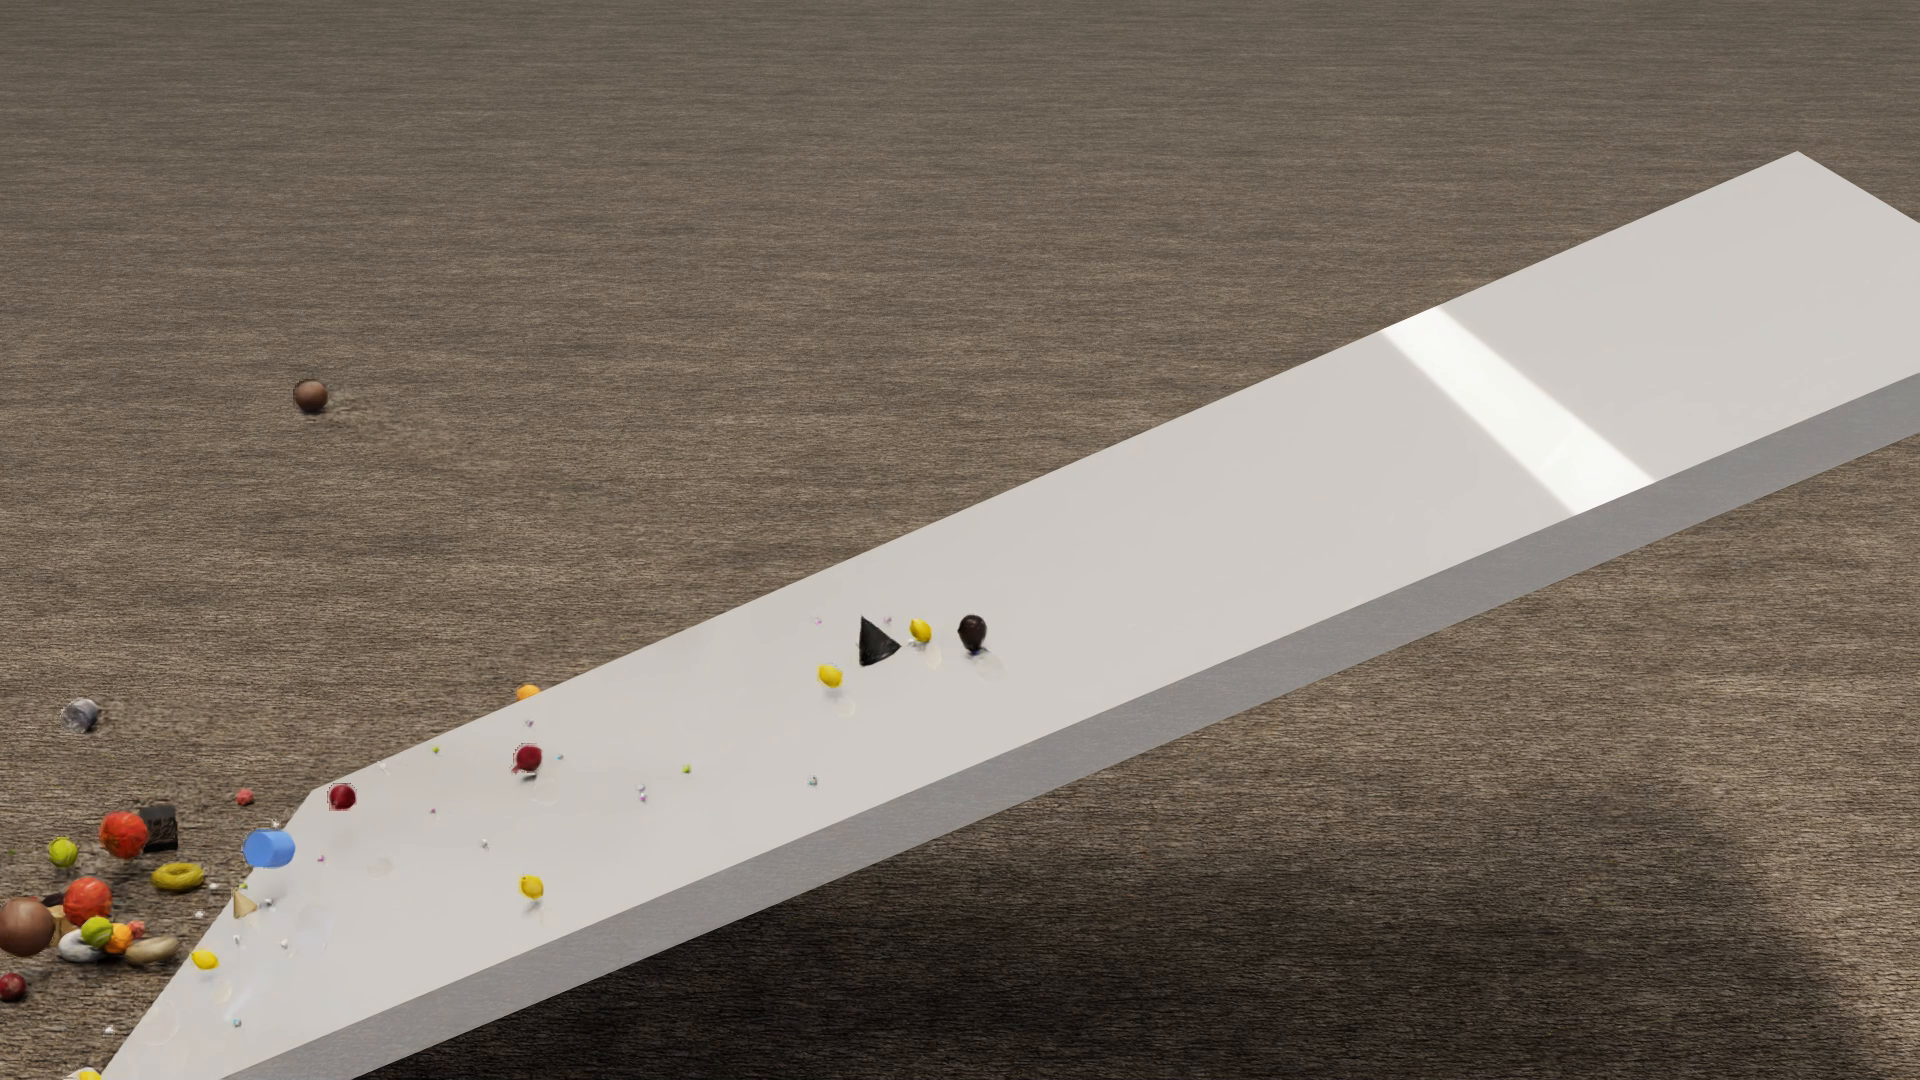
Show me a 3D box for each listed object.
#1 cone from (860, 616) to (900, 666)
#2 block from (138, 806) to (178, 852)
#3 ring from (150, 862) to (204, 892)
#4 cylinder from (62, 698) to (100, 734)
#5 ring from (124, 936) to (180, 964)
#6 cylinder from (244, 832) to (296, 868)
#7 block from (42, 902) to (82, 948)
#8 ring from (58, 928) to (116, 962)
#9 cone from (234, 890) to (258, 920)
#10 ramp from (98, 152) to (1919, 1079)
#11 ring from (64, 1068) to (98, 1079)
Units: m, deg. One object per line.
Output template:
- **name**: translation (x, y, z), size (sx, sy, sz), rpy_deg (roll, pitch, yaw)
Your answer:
- **cone**: translation (-0.192, 0.204, 6.308), size (0.098, 0.098, 0.098), rpy_deg (-24, 13, 6)
- **block**: translation (-2.017, 0.727, 7.401), size (0.087, 0.087, 0.087), rpy_deg (-5, 16, -17)
- **ring**: translation (-1.902, 0.820, 7.148), size (0.128, 0.043, 0.128), rpy_deg (-1, 14, 0)
- **cylinder**: translation (-2.471, 0.495, 8.265), size (0.077, 0.077, 0.077), rpy_deg (2, 16, 6)
- **ring**: translation (-1.840, 0.934, 6.695), size (0.123, 0.041, 0.123), rpy_deg (-11, 4, 1)
- **cylinder**: translation (-1.558, 0.698, 6.637), size (0.080, 0.080, 0.080), rpy_deg (7, -1, 25)
- **block**: translation (-2.082, 0.893, 6.821), size (0.072, 0.072, 0.072), rpy_deg (-8, 17, -26)
- **ring**: translation (-2.002, 0.929, 6.748), size (0.131, 0.044, 0.131), rpy_deg (0, 16, 0)
- **cone**: translation (-1.627, 0.815, 6.647), size (0.060, 0.060, 0.060), rpy_deg (-24, 13, 6)
- **ramp**: translation (0.133, 0.170, 6.283), size (4.000, 0.100, 2.000), rpy_deg (-23, 13, 9)
- **ring**: translation (-1.772, 1.092, 5.891), size (0.098, 0.033, 0.098), rpy_deg (-27, 13, 6)
